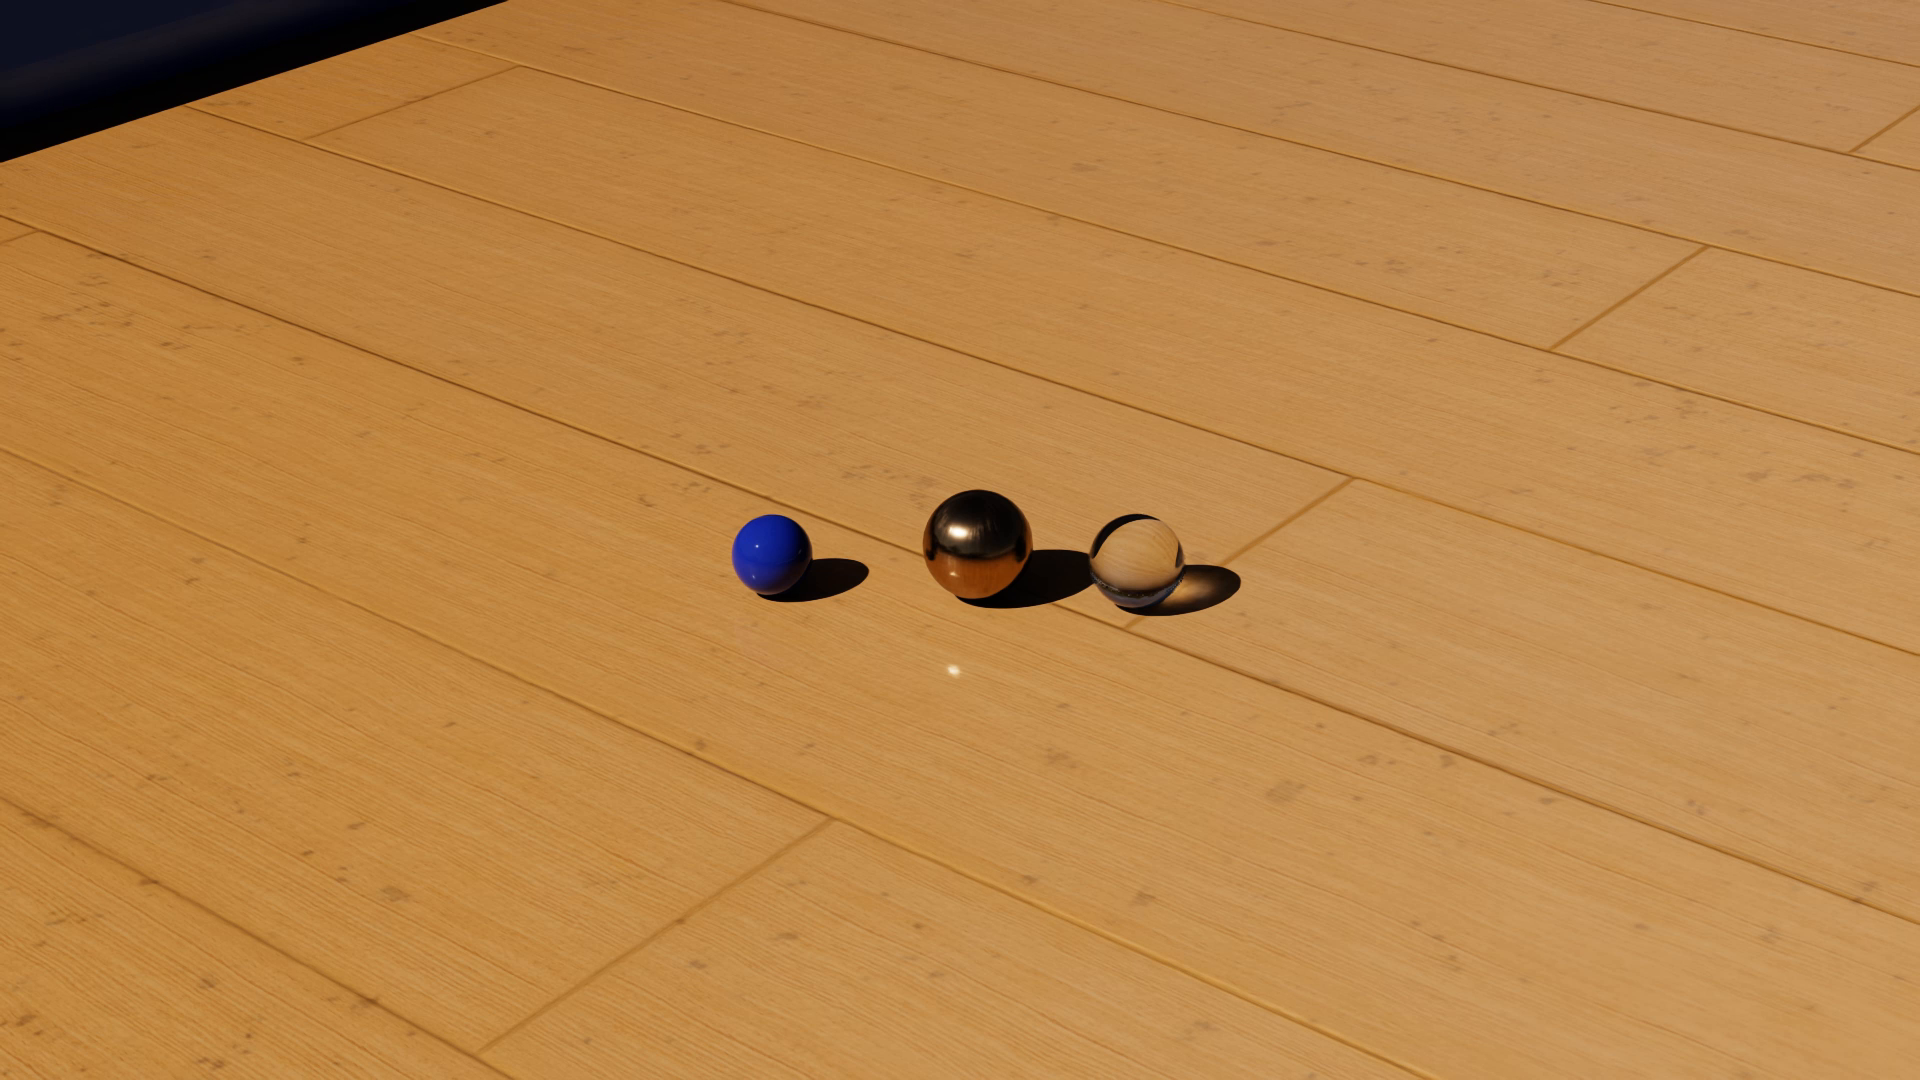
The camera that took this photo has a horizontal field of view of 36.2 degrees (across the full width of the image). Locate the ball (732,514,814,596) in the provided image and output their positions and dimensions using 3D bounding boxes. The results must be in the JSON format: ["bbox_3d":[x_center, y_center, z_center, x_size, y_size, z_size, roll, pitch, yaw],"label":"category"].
[{"bbox_3d":[-0.108,0.009,1.693,0.047,0.047,0.047,0,27,0],"label":"ball"}]

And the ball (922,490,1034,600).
[{"bbox_3d":[0.010,0.003,1.687,0.064,0.064,0.064,0,27,0],"label":"ball"}]

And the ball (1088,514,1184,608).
[{"bbox_3d":[0.101,0.012,1.679,0.054,0.054,0.054,0,27,0],"label":"ball"}]

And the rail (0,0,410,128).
[{"bbox_3d":[-0.177,-0.728,3.042,0.045,0.116,4.350,20,33,33],"label":"rail"}]
